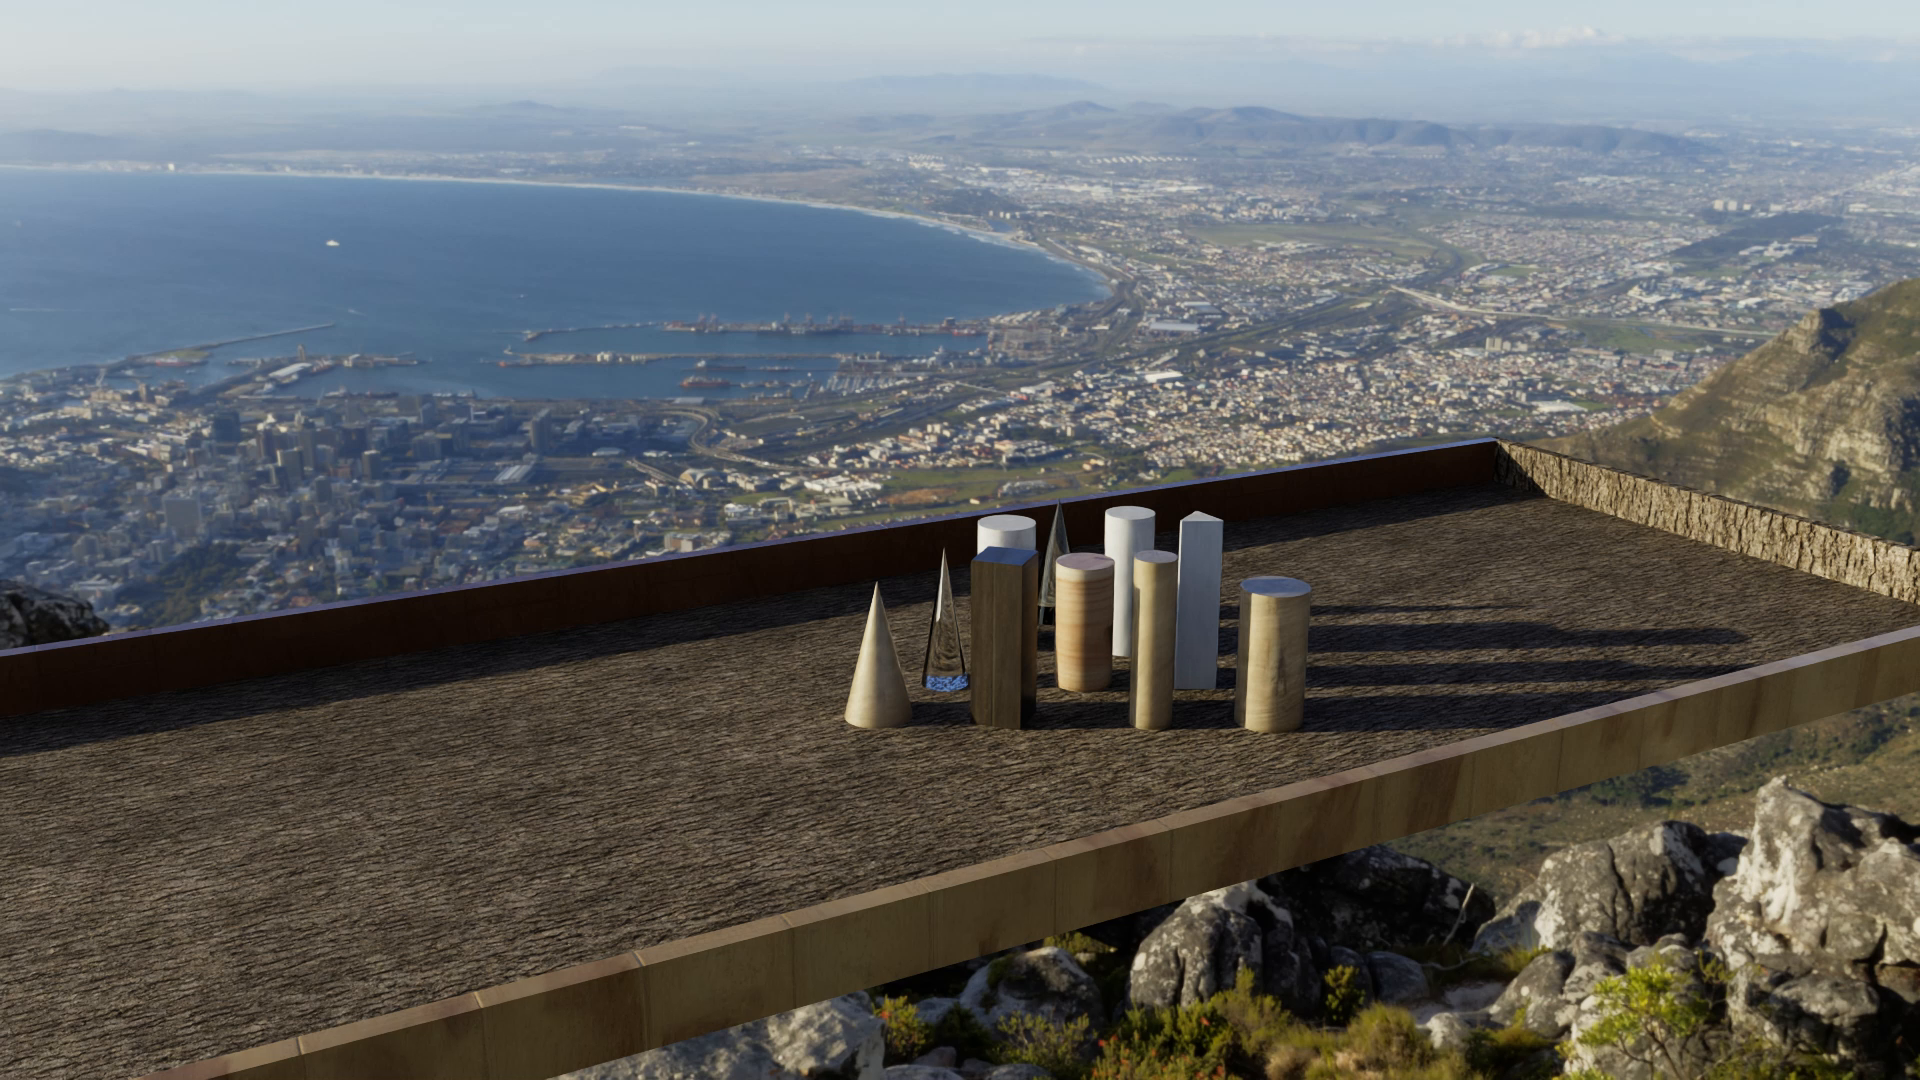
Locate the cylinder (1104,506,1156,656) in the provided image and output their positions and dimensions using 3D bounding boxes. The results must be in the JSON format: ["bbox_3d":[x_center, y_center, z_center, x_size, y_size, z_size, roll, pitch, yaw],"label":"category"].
[{"bbox_3d":[0.442,0.108,4.326,0.130,0.373,0.130,0,16,0],"label":"cylinder"}]

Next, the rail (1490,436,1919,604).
[{"bbox_3d":[2.466,-0.048,5.253,0.050,0.150,2.100,-9,18,-27],"label":"rail"}]

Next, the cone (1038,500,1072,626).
[{"bbox_3d":[0.273,0.048,4.584,0.168,0.342,0.168,0,16,0],"label":"cone"}]

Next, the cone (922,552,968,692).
[{"bbox_3d":[-0.039,0.187,4.088,0.117,0.357,0.117,0,16,0],"label":"cone"}]

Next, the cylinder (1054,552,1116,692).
[{"bbox_3d":[0.309,0.204,4.100,0.145,0.316,0.145,0,16,0],"label":"cylinder"}]

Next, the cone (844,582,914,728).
[{"bbox_3d":[-0.193,0.256,3.885,0.165,0.337,0.165,0,16,0],"label":"cone"}]

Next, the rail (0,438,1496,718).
[{"bbox_3d":[-3.305,0.497,3.399,12.000,0.150,0.050,-9,18,-27],"label":"rail"}]

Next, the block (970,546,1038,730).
[{"bbox_3d":[0.104,0.229,3.863,0.123,0.402,0.123,6,17,19],"label":"block"}]

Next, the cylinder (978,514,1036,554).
[{"bbox_3d":[0.123,0.113,4.380,0.154,0.332,0.154,0,16,0],"label":"cylinder"}]

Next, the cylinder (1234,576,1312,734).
[{"bbox_3d":[0.730,0.267,3.859,0.161,0.332,0.161,0,16,0],"label":"cylinder"}]

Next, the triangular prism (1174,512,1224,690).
[{"bbox_3d":[0.583,0.149,4.077,0.103,0.434,0.089,0,16,0],"label":"triangular prism"}]

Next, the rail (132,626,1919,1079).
[{"bbox_3d":[-2.336,1.006,1.665,12.000,0.150,0.050,-9,18,-27],"label":"rail"}]

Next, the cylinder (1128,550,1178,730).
[{"bbox_3d":[0.449,0.234,3.836,0.102,0.408,0.102,0,16,0],"label":"cylinder"}]
